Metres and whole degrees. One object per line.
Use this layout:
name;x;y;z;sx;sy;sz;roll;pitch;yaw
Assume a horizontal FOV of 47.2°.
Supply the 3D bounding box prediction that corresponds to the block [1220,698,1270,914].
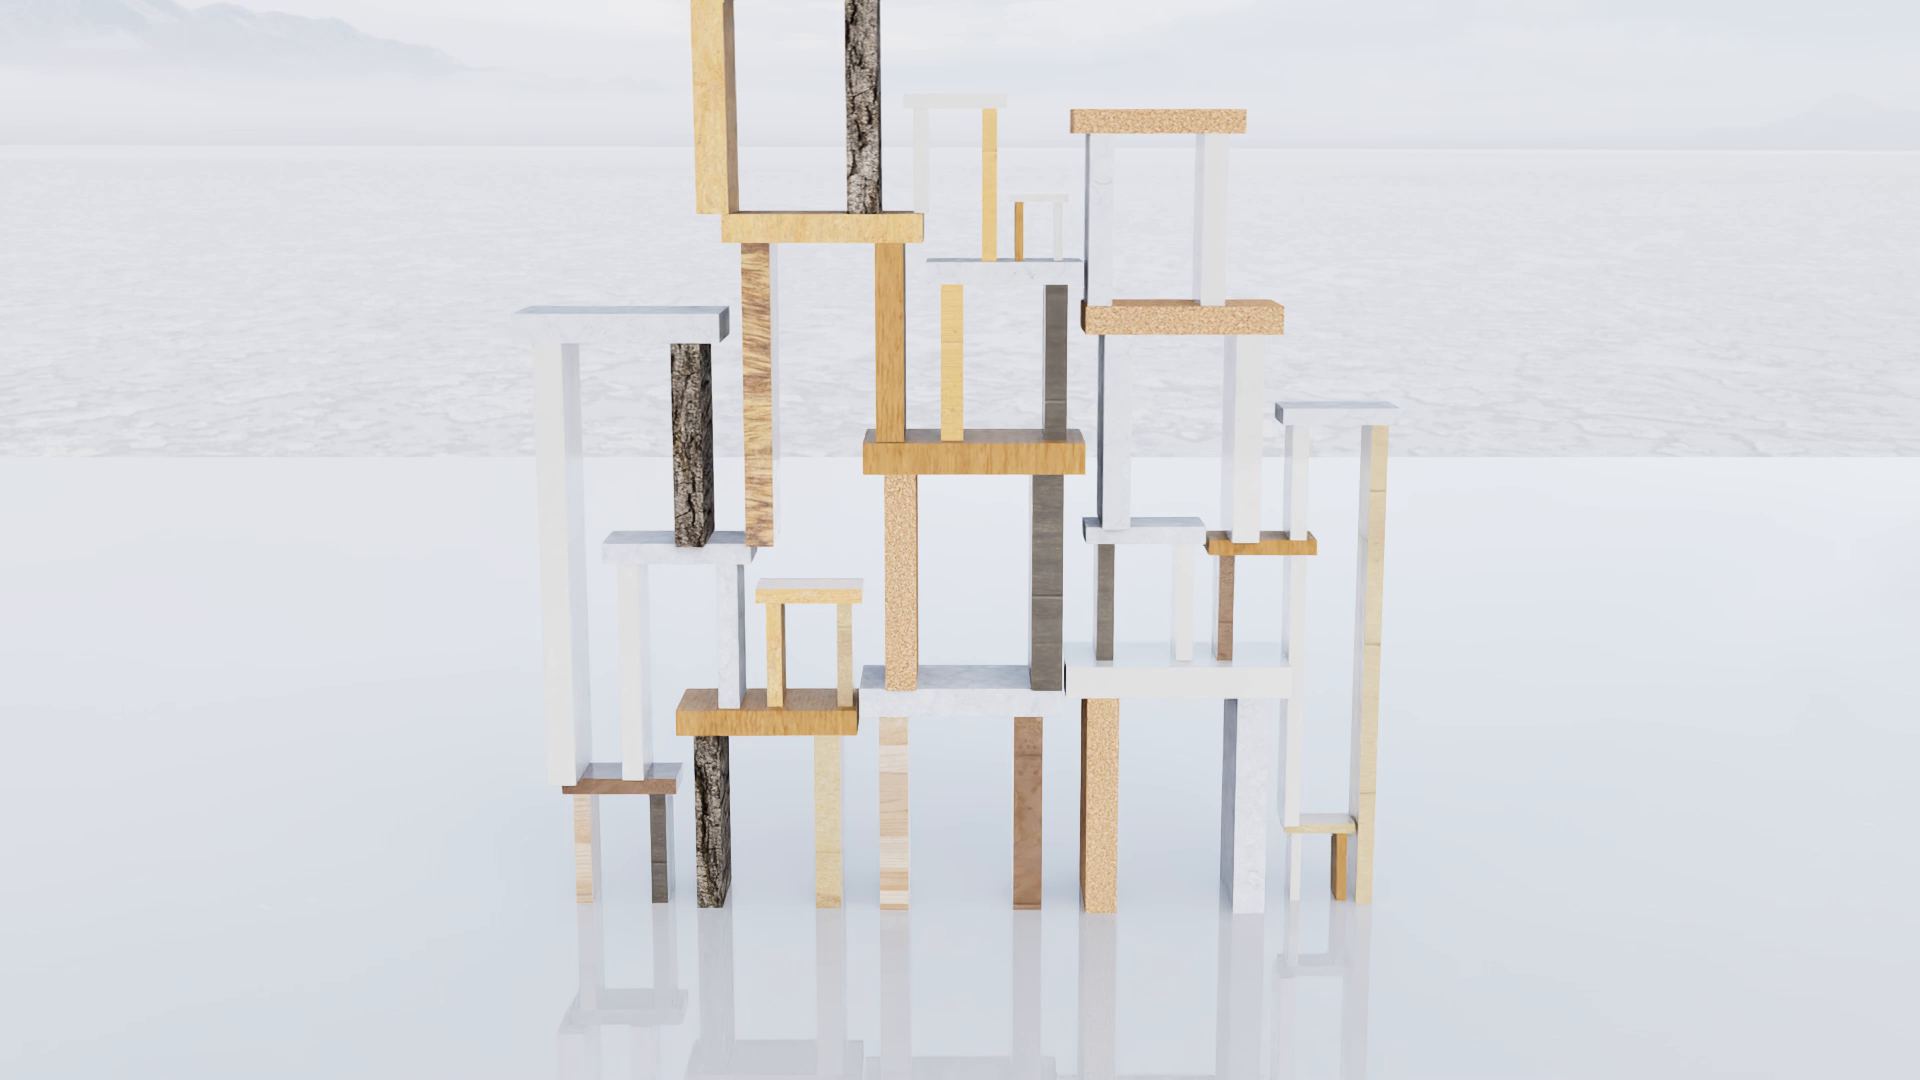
block;0.469;0.414;3.633;0.051;0.360;0.180;0;11;0

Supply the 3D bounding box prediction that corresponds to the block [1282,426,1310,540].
block;0.541;-0.099;3.540;0.026;0.185;0.093;0;11;1

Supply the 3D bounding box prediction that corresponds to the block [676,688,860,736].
block;-0.312;0.282;3.616;0.292;0.041;0.146;0;11;0

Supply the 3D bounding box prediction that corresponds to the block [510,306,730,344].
block;-0.535;-0.343;3.492;0.322;0.046;0.161;0;11;0

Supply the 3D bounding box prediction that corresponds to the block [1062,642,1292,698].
block;0.349;0.212;3.595;0.360;0.051;0.180;0;11;0

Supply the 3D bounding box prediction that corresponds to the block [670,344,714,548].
block;-0.428;-0.162;3.525;0.046;0.322;0.161;0;11;0

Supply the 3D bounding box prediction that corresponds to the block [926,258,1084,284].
block;0.069;-0.426;3.482;0.245;0.035;0.122;0;11;0

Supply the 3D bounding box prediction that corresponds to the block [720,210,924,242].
block;-0.213;-0.494;3.466;0.310;0.044;0.155;0;11;0

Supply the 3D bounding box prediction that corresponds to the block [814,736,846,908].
block;-0.215;0.446;3.647;0.041;0.292;0.146;0;11;0

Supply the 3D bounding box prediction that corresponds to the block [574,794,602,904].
block;-0.618;0.498;3.653;0.026;0.186;0.093;0;11;0

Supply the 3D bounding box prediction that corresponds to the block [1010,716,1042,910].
block;0.110;0.429;3.642;0.046;0.326;0.163;0;11;0

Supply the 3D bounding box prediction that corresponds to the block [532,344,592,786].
block;-0.642;0.031;3.561;0.046;0.714;0.161;0;11;0

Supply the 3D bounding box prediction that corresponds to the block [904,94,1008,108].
block;-0.007;-0.686;3.436;0.160;0.023;0.080;0;11;0

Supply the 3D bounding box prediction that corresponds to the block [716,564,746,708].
block;-0.373;0.145;3.591;0.034;0.238;0.119;0;11;0

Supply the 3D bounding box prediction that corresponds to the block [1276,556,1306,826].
block;0.543;0.239;3.601;0.024;0.452;0.086;0;10;0

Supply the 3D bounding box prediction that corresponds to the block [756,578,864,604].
block;-0.243;0.083;3.575;0.171;0.024;0.086;0;11;0

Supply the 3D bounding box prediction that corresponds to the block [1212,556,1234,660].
block;0.427;0.102;3.574;0.024;0.173;0.086;0;11;0

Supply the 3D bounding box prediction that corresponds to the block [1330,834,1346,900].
block;0.629;0.534;3.654;0.016;0.115;0.058;-1;11;0

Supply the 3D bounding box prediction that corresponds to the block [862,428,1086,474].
block;0.022;-0.143;3.530;0.349;0.049;0.175;0;11;0

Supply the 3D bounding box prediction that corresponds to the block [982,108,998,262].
block;0.046;-0.559;3.459;0.023;0.235;0.080;0;11;0

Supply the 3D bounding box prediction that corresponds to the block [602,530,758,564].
block;-0.453;0.012;3.566;0.238;0.034;0.119;0;11;0

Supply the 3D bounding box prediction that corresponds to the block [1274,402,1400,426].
block;0.603;-0.203;3.520;0.185;0.026;0.093;0;11;0

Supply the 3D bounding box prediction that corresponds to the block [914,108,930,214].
block;-0.061;-0.596;3.453;0.023;0.160;0.080;0;11;0

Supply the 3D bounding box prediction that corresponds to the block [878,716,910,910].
block;-0.107;0.429;3.642;0.046;0.326;0.163;0;11;0

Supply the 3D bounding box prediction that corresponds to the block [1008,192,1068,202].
block;0.123;-0.540;3.463;0.092;0.013;0.046;0;11;-2

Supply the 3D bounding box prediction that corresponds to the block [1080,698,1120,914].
block;0.229;0.414;3.633;0.051;0.360;0.180;0;11;0

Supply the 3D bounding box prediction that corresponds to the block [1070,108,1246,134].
block;0.307;-0.655;3.440;0.265;0.037;0.132;0;11;0

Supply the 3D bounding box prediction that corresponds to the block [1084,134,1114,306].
block;0.219;-0.506;3.468;0.037;0.265;0.132;0;11;0

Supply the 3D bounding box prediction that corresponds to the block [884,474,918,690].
block;-0.094;0.053;3.566;0.049;0.349;0.175;0;11;0

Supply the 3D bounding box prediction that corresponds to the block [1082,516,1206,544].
block;0.296;-0.016;3.556;0.192;0.027;0.096;0;11;-1

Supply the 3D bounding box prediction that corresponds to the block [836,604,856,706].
block;-0.186;0.179;3.592;0.024;0.171;0.086;0;11;0

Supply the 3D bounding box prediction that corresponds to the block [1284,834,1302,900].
block;0.553;0.534;3.654;0.016;0.115;0.058;0;11;0

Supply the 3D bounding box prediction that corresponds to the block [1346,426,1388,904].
block;0.665;0.200;3.595;0.026;0.794;0.093;0;11;0

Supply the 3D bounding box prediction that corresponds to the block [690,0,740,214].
block;-0.382;-0.687;3.435;0.049;0.347;0.173;-1;11;0

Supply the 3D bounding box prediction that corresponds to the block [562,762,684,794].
block;-0.556;0.394;3.633;0.186;0.026;0.093;0;11;0

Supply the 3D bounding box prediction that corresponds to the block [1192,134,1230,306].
block;0.394;-0.506;3.468;0.037;0.265;0.132;0;11;0

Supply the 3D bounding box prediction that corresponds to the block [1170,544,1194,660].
block;0.361;0.092;3.576;0.027;0.192;0.096;0;11;0

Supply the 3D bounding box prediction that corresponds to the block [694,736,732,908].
block;-0.410;0.446;3.647;0.041;0.292;0.146;0;11;0

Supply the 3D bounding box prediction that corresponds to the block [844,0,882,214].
block;-0.150;-0.688;3.438;0.049;0.346;0.173;0;11;0

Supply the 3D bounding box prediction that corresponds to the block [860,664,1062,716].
block;0.001;0.247;3.608;0.326;0.046;0.163;0;11;0

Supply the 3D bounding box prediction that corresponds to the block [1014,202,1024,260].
block;0.093;-0.488;3.471;0.013;0.092;0.046;0;11;0

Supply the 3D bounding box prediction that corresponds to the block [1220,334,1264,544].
block;0.453;-0.172;3.534;0.044;0.330;0.154;0;11;0

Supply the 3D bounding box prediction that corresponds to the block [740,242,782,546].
block;-0.317;-0.238;3.513;0.044;0.477;0.155;0;11;0

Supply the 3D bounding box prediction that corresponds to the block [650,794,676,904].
block;-0.494;0.498;3.653;0.026;0.186;0.093;0;11;0

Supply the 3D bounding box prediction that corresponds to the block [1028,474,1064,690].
block;0.138;0.053;3.566;0.049;0.349;0.175;0;11;0

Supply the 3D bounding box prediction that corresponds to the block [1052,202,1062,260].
block;0.154;-0.488;3.472;0.013;0.092;0.046;0;11;0

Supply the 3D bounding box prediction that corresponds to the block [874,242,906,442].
block;-0.110;-0.320;3.498;0.044;0.310;0.155;0;11;0

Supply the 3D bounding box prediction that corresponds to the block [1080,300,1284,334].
block;0.350;-0.355;3.499;0.309;0.044;0.154;0;11;0

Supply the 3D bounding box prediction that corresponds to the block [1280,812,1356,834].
block;0.592;0.469;3.643;0.115;0.016;0.058;0;10;-1

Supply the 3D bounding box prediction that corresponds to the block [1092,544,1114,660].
block;0.233;0.092;3.576;0.027;0.192;0.096;0;11;-1

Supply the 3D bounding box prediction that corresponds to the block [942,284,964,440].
block;-0.012;-0.288;3.508;0.035;0.245;0.122;0;11;0

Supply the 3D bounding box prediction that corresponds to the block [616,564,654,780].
block;-0.532;0.204;3.602;0.034;0.358;0.119;0;11;0

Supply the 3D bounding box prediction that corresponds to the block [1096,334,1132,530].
block;0.247;-0.182;3.531;0.044;0.309;0.154;0;11;0

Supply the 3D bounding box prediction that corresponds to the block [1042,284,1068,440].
block;0.151;-0.288;3.507;0.035;0.245;0.122;0;11;0

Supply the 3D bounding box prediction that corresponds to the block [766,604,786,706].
block;-0.300;0.179;3.592;0.024;0.171;0.085;0;11;0

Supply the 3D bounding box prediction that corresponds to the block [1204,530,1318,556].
block;0.485;0.004;3.558;0.173;0.024;0.086;0;11;1
